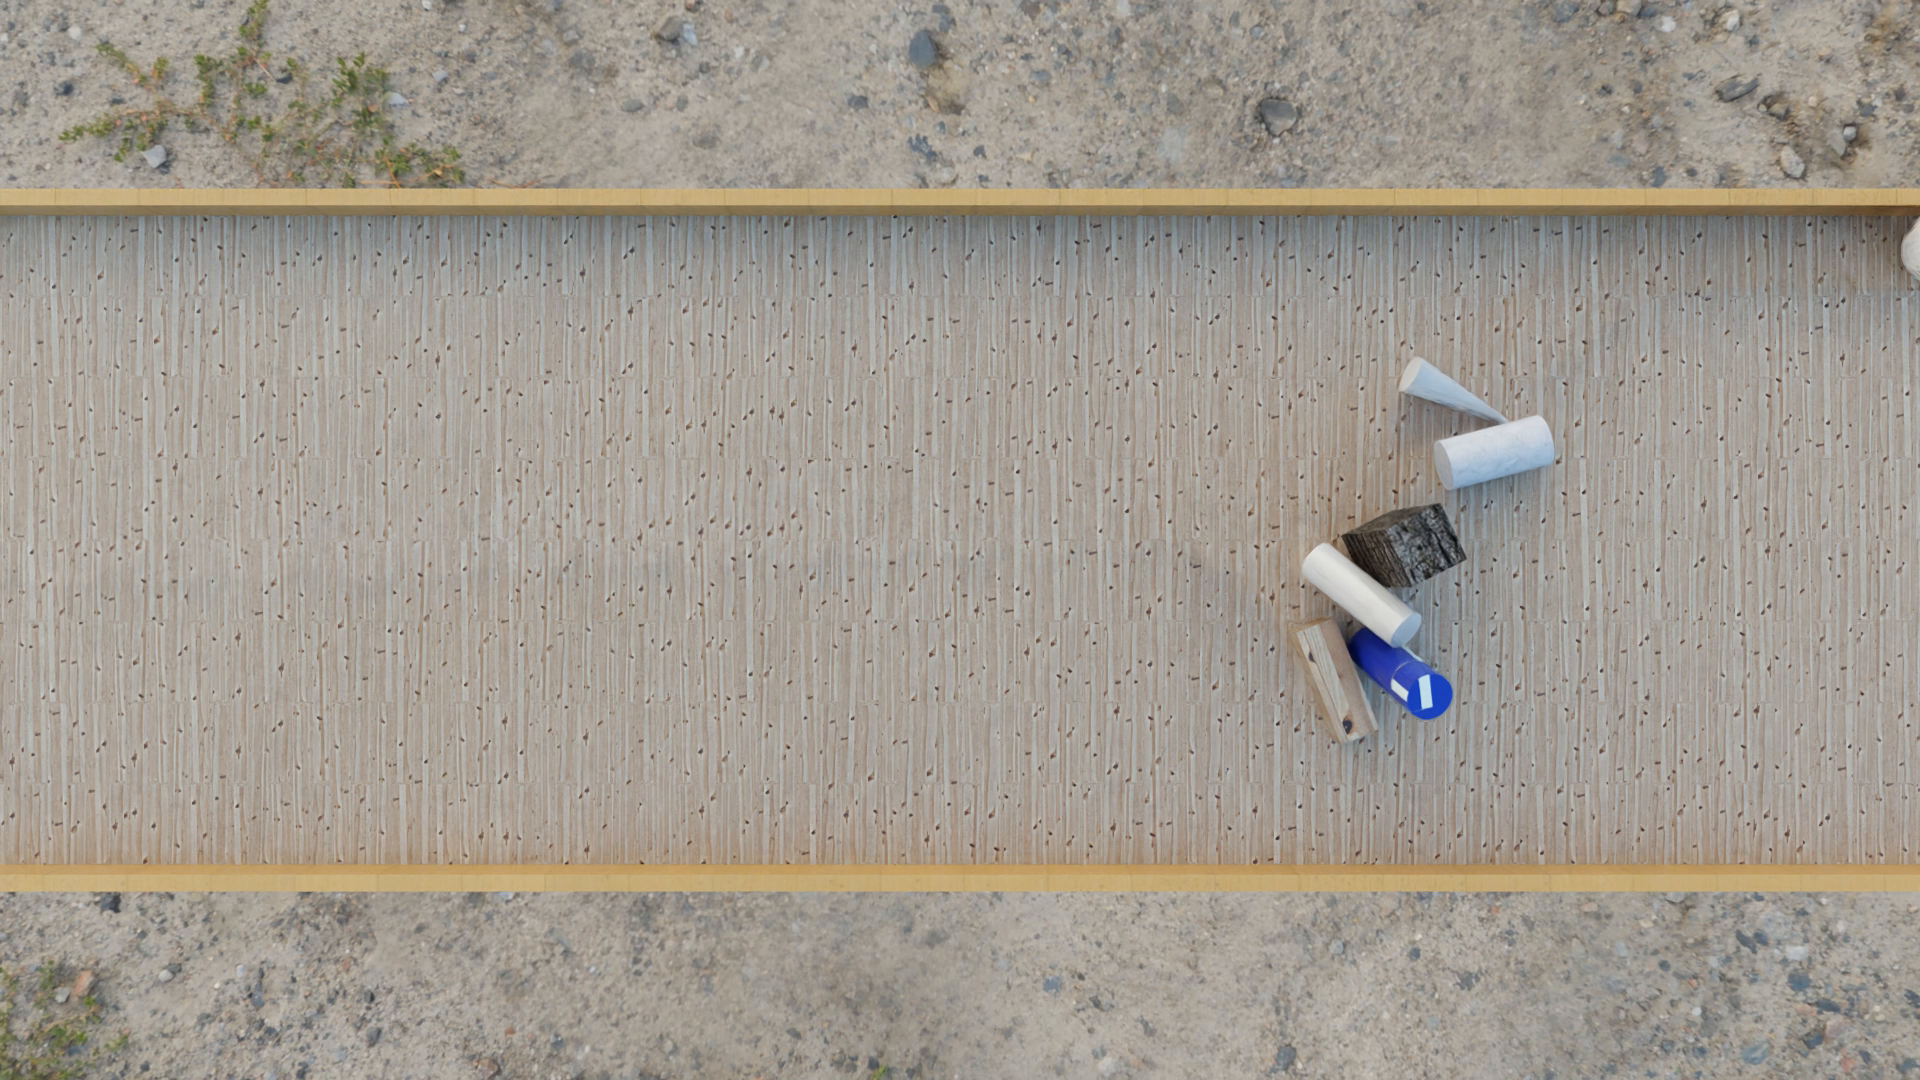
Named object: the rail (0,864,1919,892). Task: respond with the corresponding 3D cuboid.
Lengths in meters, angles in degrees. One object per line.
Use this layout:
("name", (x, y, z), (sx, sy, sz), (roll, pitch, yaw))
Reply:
("rail", (-2.247, 1.025, 5.001), (12.000, 0.150, 0.050), (0, 90, 0))

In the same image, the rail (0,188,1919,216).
("rail", (-2.247, -1.025, 5.002), (12.000, 0.150, 0.050), (0, 90, 0))

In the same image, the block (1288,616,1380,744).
("block", (1.134, 0.424, 5.014), (0.125, 0.125, 0.363), (-22, 90, 0))

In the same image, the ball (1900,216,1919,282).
("ball", (2.964, -0.880, 4.957), (0.240, 0.240, 0.240), (0, 90, 0))

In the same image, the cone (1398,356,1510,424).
("cone", (1.559, -0.415, 5.047), (0.424, 0.117, 0.117), (25, 90, -8))

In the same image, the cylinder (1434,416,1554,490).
("cylinder", (1.616, -0.264, 4.999), (0.313, 0.156, 0.156), (-14, 90, 0))

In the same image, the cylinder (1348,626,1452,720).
("cylinder", (1.290, 0.384, 4.850), (0.135, 0.431, 0.135), (-2, 106, -9))

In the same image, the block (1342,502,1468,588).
("block", (1.303, 0.020, 4.864), (0.178, 0.412, 0.178), (-26, 90, -5))

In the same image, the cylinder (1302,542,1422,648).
("cylinder", (1.193, 0.163, 4.917), (0.126, 0.126, 0.368), (-46, 54, 0))
